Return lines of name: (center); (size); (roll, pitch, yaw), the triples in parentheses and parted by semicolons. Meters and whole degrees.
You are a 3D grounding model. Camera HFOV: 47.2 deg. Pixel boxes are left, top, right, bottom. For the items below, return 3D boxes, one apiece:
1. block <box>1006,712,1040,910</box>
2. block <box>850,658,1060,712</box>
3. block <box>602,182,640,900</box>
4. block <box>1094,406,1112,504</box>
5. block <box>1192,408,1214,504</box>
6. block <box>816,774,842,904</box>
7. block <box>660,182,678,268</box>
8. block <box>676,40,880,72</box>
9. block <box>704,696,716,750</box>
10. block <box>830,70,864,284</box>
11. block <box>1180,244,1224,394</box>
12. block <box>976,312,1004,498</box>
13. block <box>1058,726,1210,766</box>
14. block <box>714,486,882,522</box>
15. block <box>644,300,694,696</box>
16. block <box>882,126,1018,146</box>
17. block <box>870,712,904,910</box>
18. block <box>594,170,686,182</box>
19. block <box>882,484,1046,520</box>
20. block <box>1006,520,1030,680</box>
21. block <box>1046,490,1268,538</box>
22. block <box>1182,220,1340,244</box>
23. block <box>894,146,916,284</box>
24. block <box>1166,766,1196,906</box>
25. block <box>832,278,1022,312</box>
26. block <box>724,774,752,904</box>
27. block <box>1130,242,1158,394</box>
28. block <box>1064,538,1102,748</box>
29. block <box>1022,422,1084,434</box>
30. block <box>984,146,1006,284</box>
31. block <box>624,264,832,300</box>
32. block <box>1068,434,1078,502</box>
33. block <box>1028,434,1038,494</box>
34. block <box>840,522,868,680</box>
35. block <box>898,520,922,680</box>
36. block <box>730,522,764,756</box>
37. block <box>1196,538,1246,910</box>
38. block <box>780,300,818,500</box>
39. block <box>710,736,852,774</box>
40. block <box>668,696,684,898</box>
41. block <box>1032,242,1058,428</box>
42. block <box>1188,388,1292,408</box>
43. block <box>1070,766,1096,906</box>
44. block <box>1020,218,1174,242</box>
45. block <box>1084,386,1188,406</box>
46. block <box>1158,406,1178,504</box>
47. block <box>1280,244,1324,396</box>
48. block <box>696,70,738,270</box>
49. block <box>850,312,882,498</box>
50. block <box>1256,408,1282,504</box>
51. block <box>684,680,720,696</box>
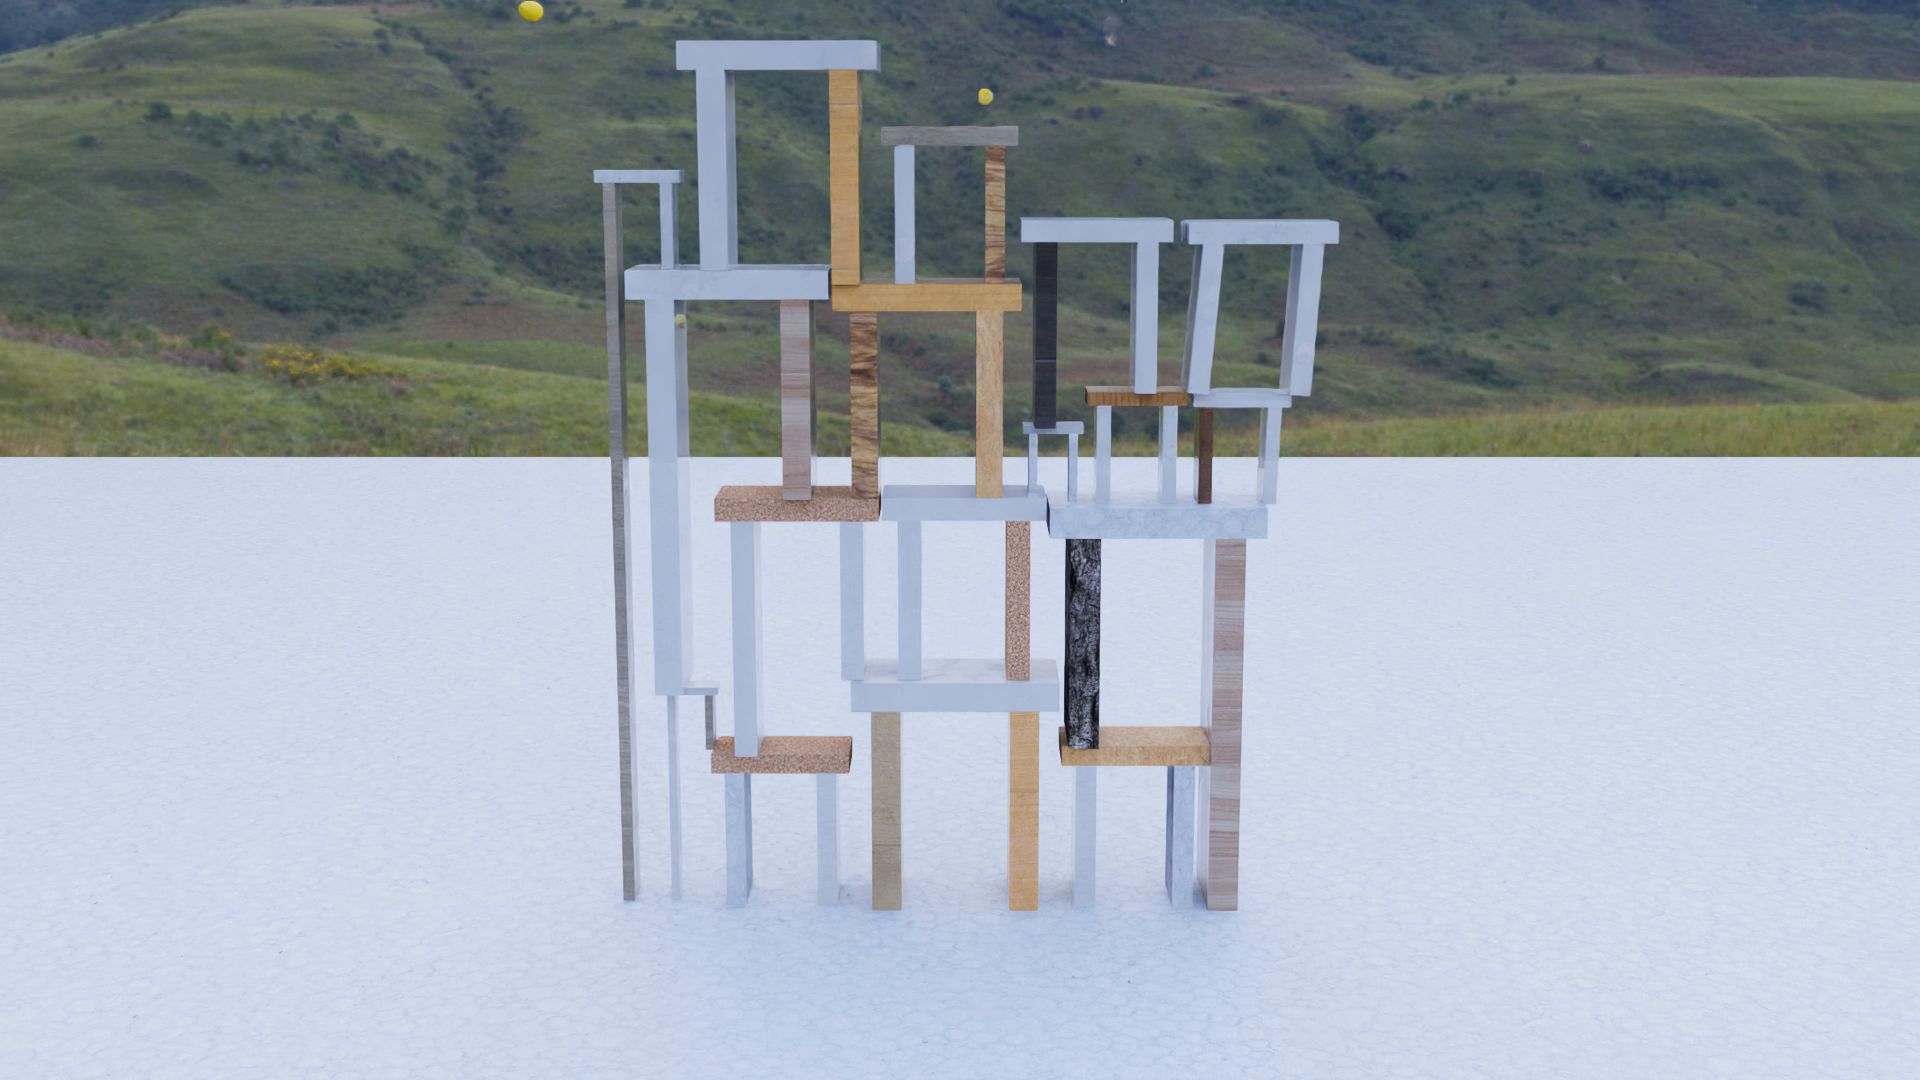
block: (0.104, 0.425, 3.641); (0.047, 0.335, 0.167); (0, 11, 0)
block: (-0.008, 0.237, 3.606); (0.335, 0.047, 0.167); (0, 11, 0)
block: (-0.547, 0.014, 3.561); (0.019, 1.172, 0.067); (0, 11, 0)
block: (0.228, -0.142, 3.533); (0.022, 0.158, 0.079); (0, 11, 0)
block: (0.390, -0.140, 3.532); (0.022, 0.155, 0.077); (0, 11, 0)
block: (-0.217, 0.480, 3.650); (0.032, 0.224, 0.112); (0, 11, 0)
block: (-0.458, -0.496, 3.465); (0.019, 0.133, 0.067); (0, 11, 0)
block: (-0.279, -0.751, 3.416); (0.304, 0.043, 0.152); (0, 11, 0)
block: (-0.409, 0.294, 3.611); (0.013, 0.092, 0.046); (0, 11, 0)
block: (-0.177, -0.569, 3.450); (0.043, 0.326, 0.152); (0, 11, 0)
block: (0.385, -0.355, 3.496); (0.033, 0.233, 0.117); (5, 10, -1)
block: (0.047, -0.225, 3.522); (0.042, 0.295, 0.148); (0, 11, 0)
block: (0.284, 0.339, 3.618); (0.239, 0.034, 0.120); (0, 11, 0)
block: (-0.259, -0.059, 3.547); (0.260, 0.037, 0.130); (0, 11, 0)
block: (-0.467, -0.076, 3.546); (0.045, 0.634, 0.157); (0, 11, 0)
block: (-0.016, -0.633, 3.441); (0.211, 0.030, 0.106); (0, 11, 0)
block: (-0.119, 0.425, 3.641); (0.047, 0.335, 0.167); (0, 11, 0)
block: (-0.502, -0.571, 3.452); (0.133, 0.019, 0.067); (0, 11, 0)
block: (0.006, -0.060, 3.546); (0.261, 0.037, 0.130); (0, 11, 0)
block: (0.093, 0.086, 3.574); (0.037, 0.261, 0.131); (0, 11, 0)
block: (0.314, -0.042, 3.556); (0.344, 0.049, 0.172); (0, 11, 0)
block: (0.472, -0.487, 3.472); (0.233, 0.033, 0.117); (0, 11, 0)
block: (-0.086, -0.514, 3.463); (0.030, 0.211, 0.106); (0, 11, 0)
block: (0.364, 0.473, 3.643); (0.034, 0.239, 0.120); (0, 11, 0)
block: (-0.052, -0.390, 3.492); (0.295, 0.042, 0.148); (0, 11, 0)
block: (-0.367, 0.480, 3.650); (0.032, 0.224, 0.112); (0, 11, 0)
block: (0.291, -0.357, 3.489); (0.033, 0.236, 0.118); (0, 11, 0)
block: (0.199, 0.151, 3.592); (0.049, 0.344, 0.172); (0, 11, 0)
block: (0.149, -0.180, 3.526); (0.096, 0.014, 0.048); (0, 11, 0)
block: (0.055, -0.514, 3.463); (0.030, 0.211, 0.106); (0, 11, 0)
block: (-0.362, -0.409, 3.484); (0.315, 0.045, 0.157); (0, 11, 0)
block: (0.181, -0.119, 3.538); (0.014, 0.111, 0.048); (0, 11, 0)
block: (0.117, -0.126, 3.536); (0.014, 0.096, 0.048); (0, 11, 0)
block: (-0.172, 0.087, 3.574); (0.037, 0.260, 0.130); (0, 10, 0)
block: (-0.080, 0.086, 3.574); (0.037, 0.261, 0.131); (0, 11, 0)
block: (-0.346, 0.149, 3.585); (0.037, 0.386, 0.130); (0, 11, 0)
block: (0.429, 0.286, 3.617); (0.049, 0.617, 0.172); (0, 11, 0)
block: (-0.257, -0.233, 3.517); (0.045, 0.315, 0.158); (0, 11, 0)
block: (-0.292, 0.354, 3.627); (0.224, 0.032, 0.112); (0, 11, 0)
block: (-0.471, 0.420, 3.635); (0.013, 0.348, 0.046); (0, 11, 0)
block: (0.134, -0.329, 3.493); (0.033, 0.291, 0.118); (0, 11, 0)
block: (0.447, -0.227, 3.516); (0.155, 0.022, 0.077); (0, 11, 0)
block: (0.205, 0.473, 3.643); (0.034, 0.239, 0.120); (0, 11, 0)
block: (0.213, -0.489, 3.464); (0.236, 0.033, 0.118); (0, 11, 0)
block: (0.281, -0.230, 3.516); (0.158, 0.022, 0.079); (0, 11, 0)
block: (0.333, -0.142, 3.533); (0.022, 0.158, 0.079); (0, 11, 0)
block: (0.542, -0.354, 3.496); (0.033, 0.236, 0.117); (4, 11, -1)
block: (-0.380, -0.580, 3.447); (0.043, 0.304, 0.152); (0, 11, 0)
block: (-0.150, -0.224, 3.523); (0.042, 0.296, 0.148); (0, 11, 0)
block: (0.496, -0.140, 3.532); (0.022, 0.155, 0.077); (2, 11, 0)
block: (-0.440, 0.242, 3.602); (0.092, 0.013, 0.046); (0, 11, 0)
